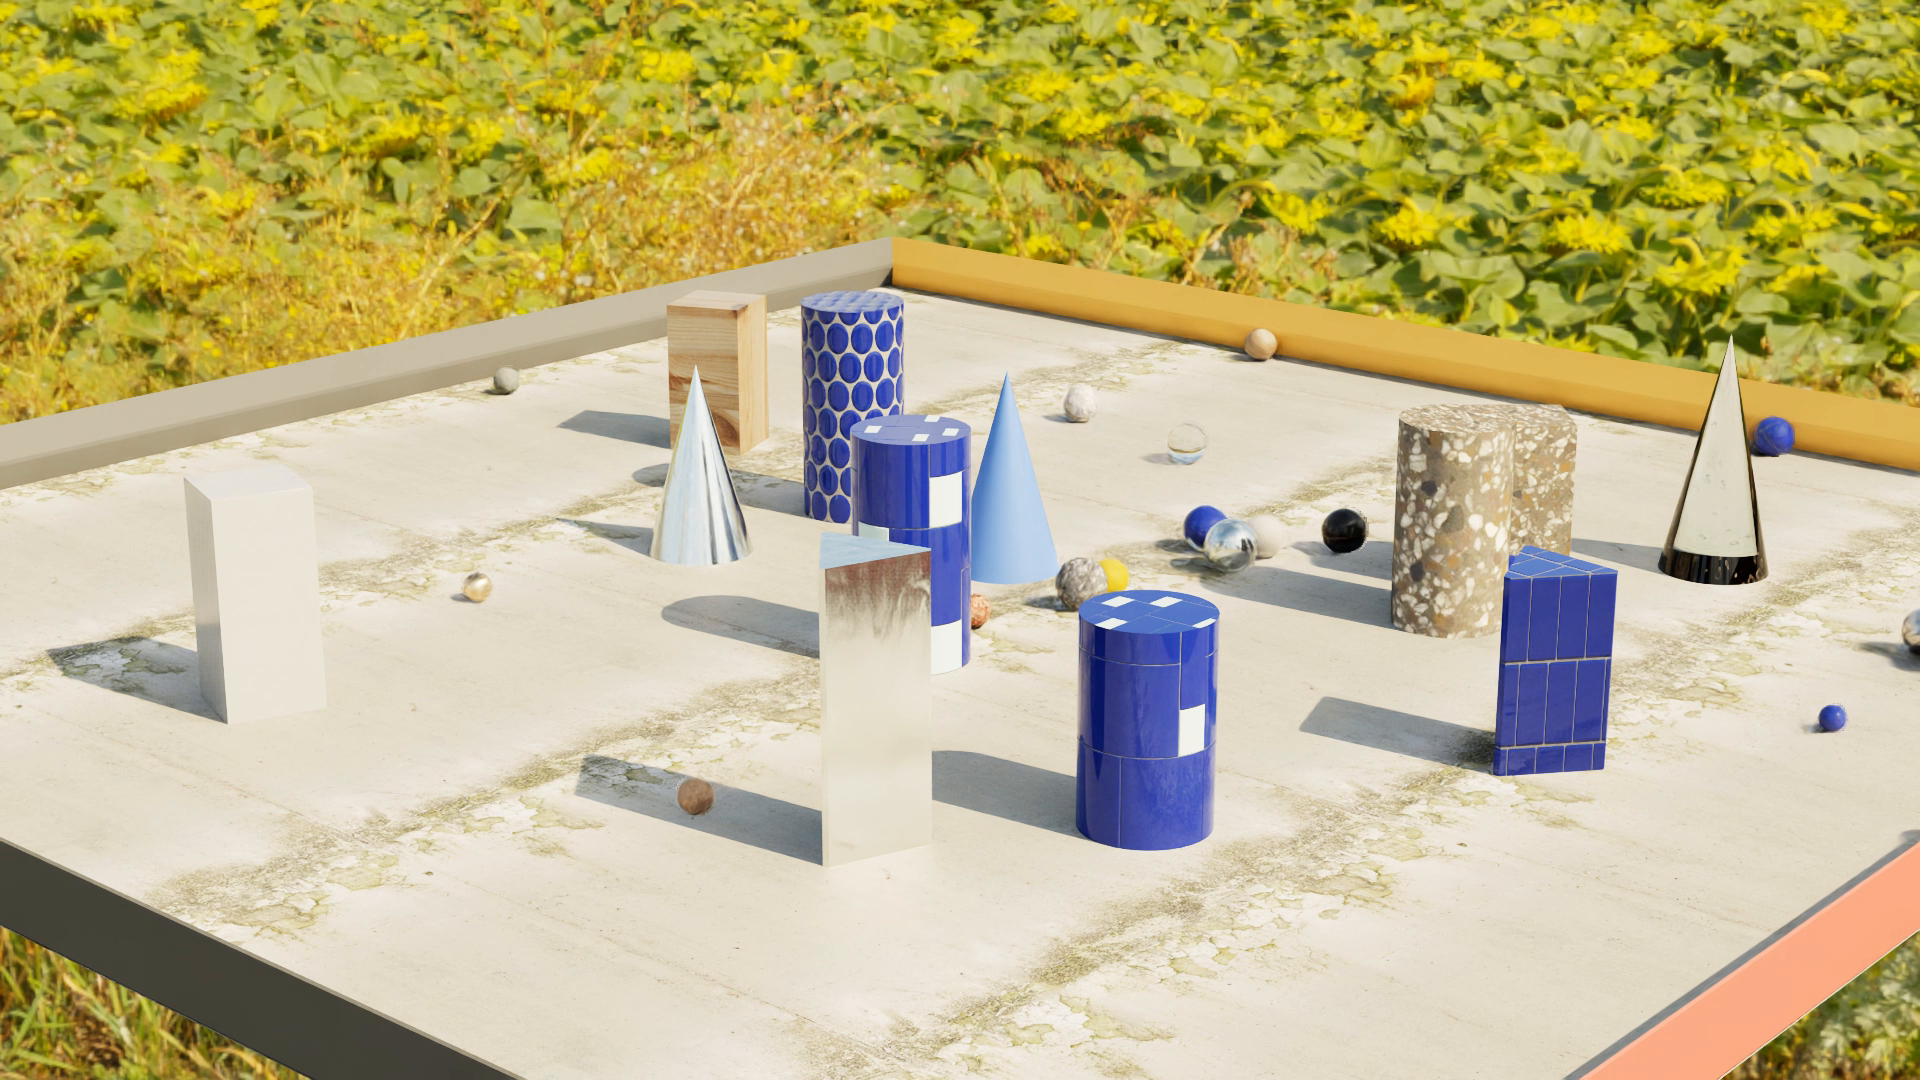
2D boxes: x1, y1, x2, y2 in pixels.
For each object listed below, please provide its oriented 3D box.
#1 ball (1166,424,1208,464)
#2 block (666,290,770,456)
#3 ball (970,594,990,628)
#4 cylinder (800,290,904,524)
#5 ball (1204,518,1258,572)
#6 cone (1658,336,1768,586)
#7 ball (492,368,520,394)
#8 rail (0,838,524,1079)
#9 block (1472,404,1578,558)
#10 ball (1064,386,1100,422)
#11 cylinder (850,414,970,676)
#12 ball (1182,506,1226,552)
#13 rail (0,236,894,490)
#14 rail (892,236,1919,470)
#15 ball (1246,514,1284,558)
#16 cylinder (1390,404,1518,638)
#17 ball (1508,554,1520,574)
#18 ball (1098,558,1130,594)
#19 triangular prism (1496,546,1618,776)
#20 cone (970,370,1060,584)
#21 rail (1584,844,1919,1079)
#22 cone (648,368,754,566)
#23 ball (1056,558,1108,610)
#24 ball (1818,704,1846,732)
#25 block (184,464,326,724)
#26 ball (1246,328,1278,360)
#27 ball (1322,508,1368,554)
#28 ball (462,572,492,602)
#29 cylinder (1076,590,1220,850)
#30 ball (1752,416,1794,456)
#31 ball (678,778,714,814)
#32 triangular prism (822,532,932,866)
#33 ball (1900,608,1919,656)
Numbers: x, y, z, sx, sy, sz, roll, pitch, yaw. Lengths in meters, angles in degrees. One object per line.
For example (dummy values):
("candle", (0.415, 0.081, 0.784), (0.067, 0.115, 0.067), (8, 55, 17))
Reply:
("ball", (0.461, -0.196, 5.955), (0.082, 0.082, 0.082), (0, 17, 0))
("block", (-0.500, -0.347, 6.069), (0.156, 0.306, 0.156), (6, 18, 18))
("ball", (0.023, 0.120, 4.954), (0.056, 0.056, 0.056), (0, 17, 0))
("cylinder", (-0.203, -0.254, 5.581), (0.195, 0.409, 0.195), (0, 17, 0))
("ball", (0.485, 0.010, 5.246), (0.097, 0.097, 0.097), (0, 17, 0))
("cone", (1.355, -0.155, 5.213), (0.195, 0.433, 0.195), (0, 17, 0))
("ball", (-1.008, -0.353, 6.514), (0.061, 0.061, 0.061), (0, 17, 0))
("rail", (-1.214, 0.436, 3.781), (3.728, 0.126, 0.045), (14, 22, 39))
("block", (0.982, -0.069, 5.144), (0.156, 0.308, 0.156), (0, 17, 1))
("ball", (0.261, -0.291, 6.280), (0.077, 0.077, 0.077), (0, 17, 0))
("cylinder", (-0.079, 0.008, 4.754), (0.195, 0.386, 0.195), (0, 17, 0))
("ball", (0.451, -0.021, 5.369), (0.086, 0.086, 0.086), (0, 17, 0))
("rail", (-1.390, -0.317, 6.275), (0.045, 0.126, 3.751), (14, 22, 39))
("rail", (1.214, -0.372, 6.459), (3.728, 0.126, 0.045), (14, 22, 39))
("ball", (0.552, -0.006, 5.334), (0.078, 0.078, 0.078), (0, 17, 0))
("cylinder", (0.830, -0.033, 4.942), (0.195, 0.355, 0.195), (0, 17, 0))
("ball", (0.948, 0.070, 5.057), (0.091, 0.091, 0.091), (0, 17, 0))
("ball", (0.260, 0.066, 5.105), (0.071, 0.071, 0.071), (0, 17, 0))
("triangular prism", (0.856, 0.175, 4.340), (0.169, 0.305, 0.146), (-3, 17, -9))
("cone", (0.083, -0.125, 5.228), (0.195, 0.365, 0.195), (0, 17, 0))
("rail", (1.390, 0.380, 3.965), (0.045, 0.126, 3.751), (14, 22, 39))
("cone", (-0.476, -0.149, 5.336), (0.195, 0.350, 0.195), (0, 17, 0))
("ball", (0.210, 0.075, 5.043), (0.090, 0.090, 0.090), (0, 17, 0))
("ball", (1.331, 0.272, 4.472), (0.042, 0.042, 0.042), (0, 17, 0))
("block", (-1.095, 0.082, 4.556), (0.156, 0.358, 0.156), (-9, 19, -28))
("ball", (0.701, -0.455, 6.828), (0.074, 0.074, 0.074), (0, 17, 0))
("ball", (0.702, -0.017, 5.359), (0.083, 0.083, 0.083), (0, 17, 0))
("ball", (-0.837, 0.081, 5.090), (0.051, 0.051, 0.051), (0, 17, 0))
("cylinder", (0.260, 0.249, 4.078), (0.195, 0.315, 0.195), (0, 17, 0))
("ball", (1.668, -0.213, 6.015), (0.081, 0.081, 0.081), (0, 17, 0))
("ball", (-0.375, 0.363, 4.155), (0.052, 0.052, 0.052), (0, 17, 0))
("triangular prism", (-0.148, 0.210, 4.017), (0.169, 0.424, 0.146), (-10, 19, -30))
("ball", (1.585, 0.150, 4.803), (0.085, 0.085, 0.085), (0, 17, 0))
